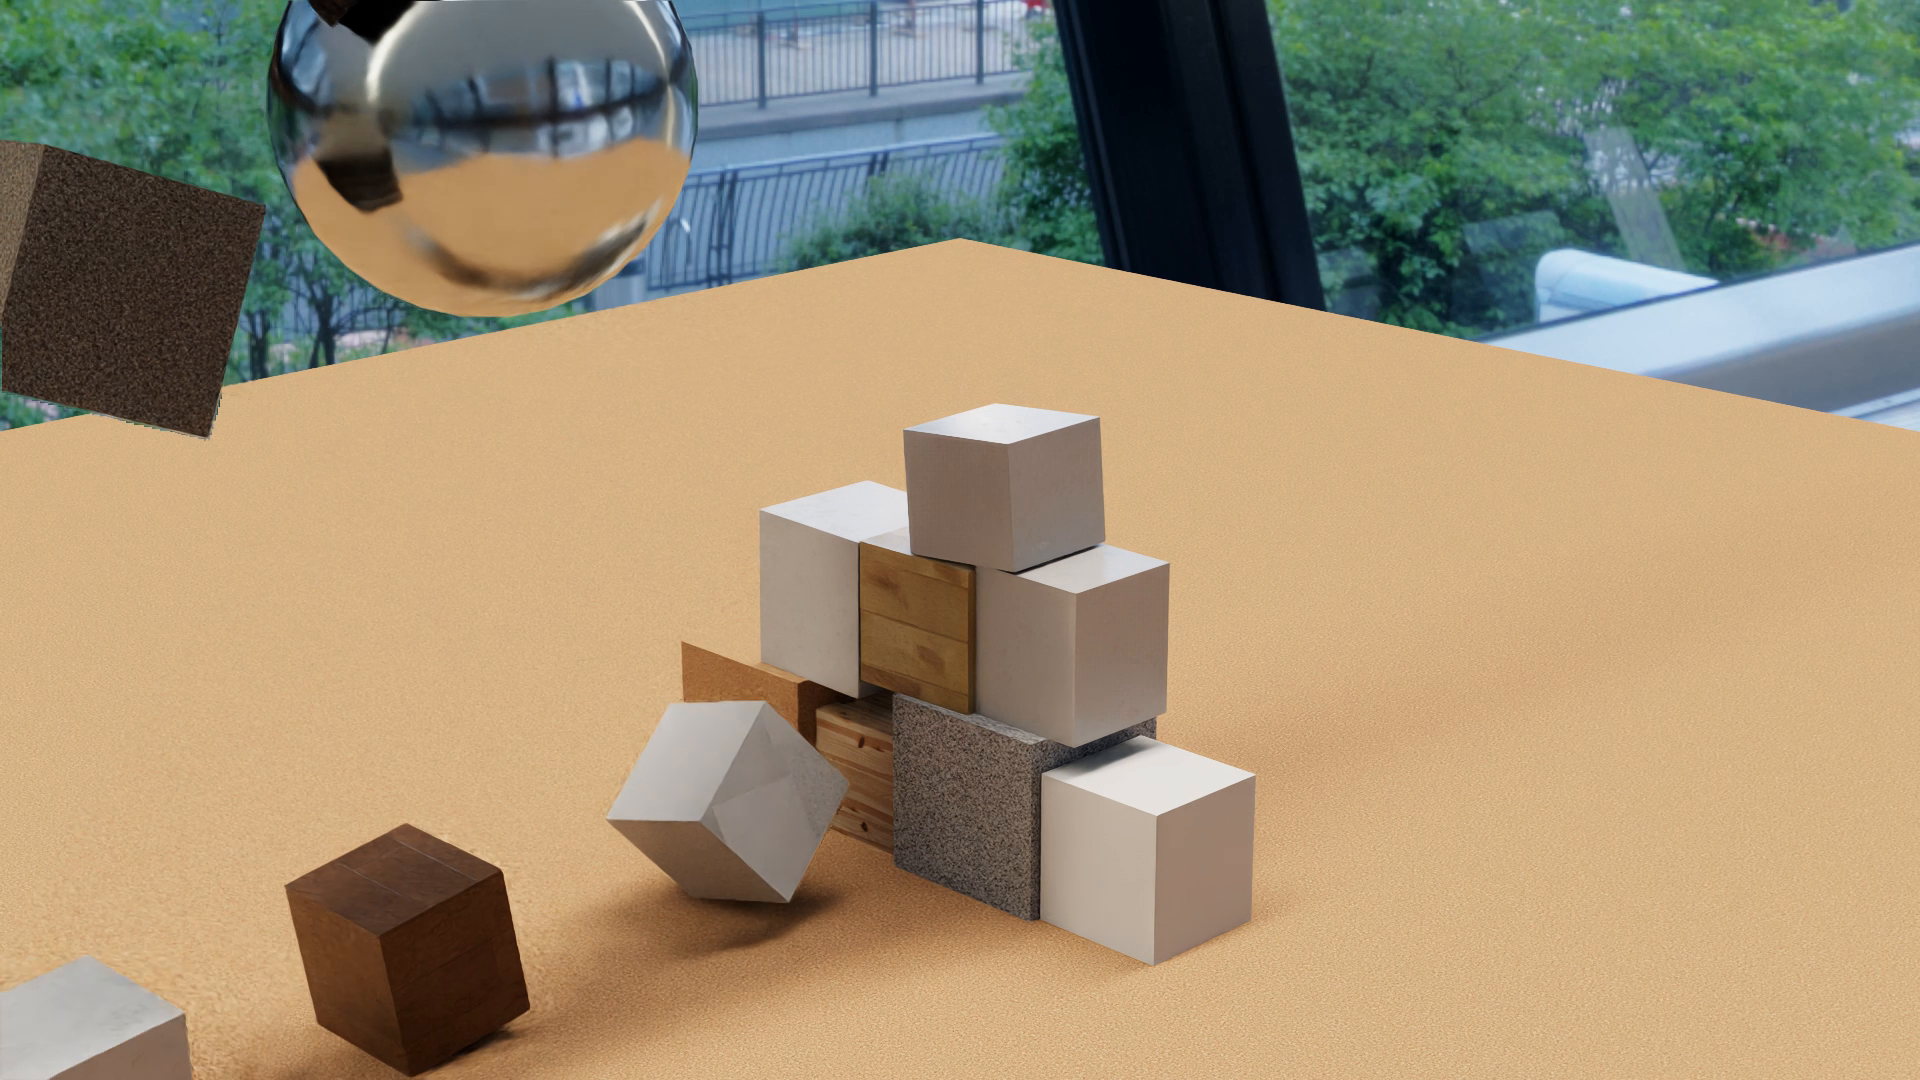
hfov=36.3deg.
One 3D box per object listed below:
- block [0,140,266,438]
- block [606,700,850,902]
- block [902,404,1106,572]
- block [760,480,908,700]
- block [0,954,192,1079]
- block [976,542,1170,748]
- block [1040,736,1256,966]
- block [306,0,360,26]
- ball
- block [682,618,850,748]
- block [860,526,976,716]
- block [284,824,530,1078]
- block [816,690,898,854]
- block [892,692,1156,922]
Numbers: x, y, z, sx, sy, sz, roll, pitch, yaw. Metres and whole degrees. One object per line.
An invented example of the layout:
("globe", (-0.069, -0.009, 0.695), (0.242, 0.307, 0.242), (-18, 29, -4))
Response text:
("block", (-2.943, -0.866, 10.041), (0.759, 0.811, 0.724), (14, 1, -32))
("block", (-1.024, 1.154, 12.974), (0.646, 0.622, 0.632), (-4, 49, 45))
("block", (0.199, -0.242, 13.034), (0.624, 0.568, 0.613), (10, 19, 42))
("block", (-0.460, 0.223, 13.898), (0.695, 0.762, 0.687), (-16, 25, -42))
("block", (-3.236, 2.041, 10.520), (0.601, 0.711, 0.738), (19, 29, 37))
("block", (0.495, 0.436, 12.978), (0.599, 0.703, 0.608), (17, 24, 42))
("block", (0.822, 1.352, 12.885), (0.653, 0.695, 0.668), (-17, 24, -42))
("block", (-2.207, -2.201, 10.163), (0.526, 0.501, 0.492), (-42, 36, -3))
("ball", (-1.776, -1.631, 10.967), (1.600, 1.600, 1.600), (0, 17, 0))
("block", (-0.762, 0.845, 14.420), (0.847, 0.740, 0.847), (-17, 24, -42))
("block", (0.009, 0.324, 13.388), (0.674, 0.672, 0.638), (16, 23, 41))
("block", (-2.230, 1.648, 11.853), (0.597, 0.660, 0.667), (-27, 31, -38))
("block", (-0.249, 1.076, 13.939), (0.613, 0.588, 0.605), (-17, 24, -42))
("block", (0.293, 1.110, 13.411), (0.823, 0.841, 0.871), (-17, 24, -42))
